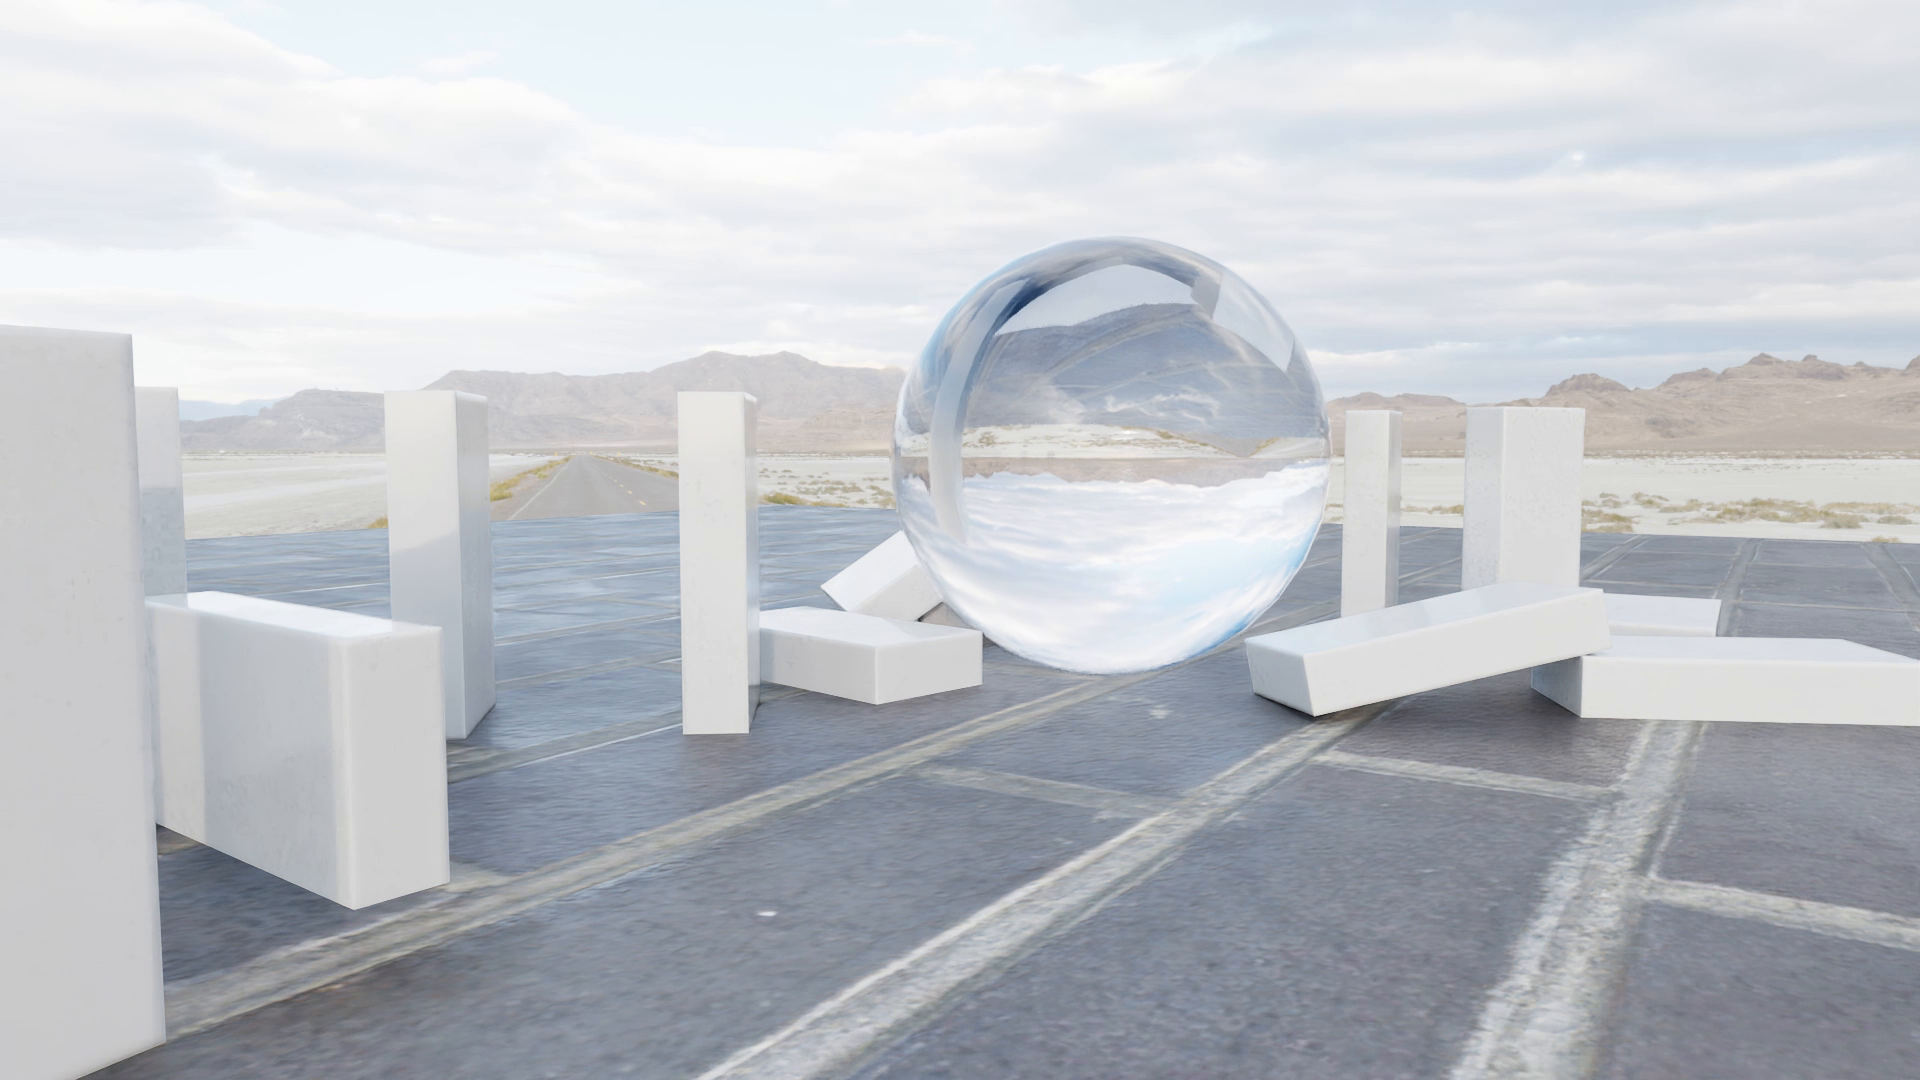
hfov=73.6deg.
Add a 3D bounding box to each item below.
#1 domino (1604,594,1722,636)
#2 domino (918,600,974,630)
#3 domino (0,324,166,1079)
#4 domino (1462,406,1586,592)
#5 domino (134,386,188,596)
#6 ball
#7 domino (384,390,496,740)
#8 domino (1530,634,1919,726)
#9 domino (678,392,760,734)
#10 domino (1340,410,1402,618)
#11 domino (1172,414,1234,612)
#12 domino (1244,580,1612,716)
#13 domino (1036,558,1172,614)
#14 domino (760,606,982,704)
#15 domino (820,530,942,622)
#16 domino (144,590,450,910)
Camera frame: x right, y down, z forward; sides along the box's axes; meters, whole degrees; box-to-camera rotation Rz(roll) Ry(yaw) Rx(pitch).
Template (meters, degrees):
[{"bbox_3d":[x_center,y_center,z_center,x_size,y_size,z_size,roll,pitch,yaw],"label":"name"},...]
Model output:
[{"bbox_3d":[0.138,0.018,0.258,0.025,0.010,0.050,3,5,32],"label":"domino"},{"bbox_3d":[0.007,0.009,0.314,0.025,0.010,0.050,1,17,10],"label":"domino"},{"bbox_3d":[-0.066,0.012,0.081,0.010,0.050,0.025,2,5,27],"label":"domino"},{"bbox_3d":[0.119,-0.003,0.270,0.025,0.050,0.010,-2,5,-29],"label":"domino"},{"bbox_3d":[-0.116,0.004,0.178,0.010,0.050,0.025,-4,6,-43],"label":"domino"},{"bbox_3d":[0.027,-0.015,0.237,0.080,0.080,0.080,0,4,0],"label":"ball"},{"bbox_3d":[-0.078,0.003,0.195,0.010,0.050,0.025,-1,4,-10],"label":"domino"},{"bbox_3d":[0.123,0.022,0.209,0.050,0.009,0.025,1,4,7],"label":"domino"},{"bbox_3d":[-0.037,0.003,0.199,0.010,0.050,0.025,0,4,-5],"label":"domino"},{"bbox_3d":[0.097,-0.005,0.301,0.010,0.050,0.025,2,5,25],"label":"domino"},{"bbox_3d":[0.064,-0.008,0.335,0.010,0.050,0.025,2,5,25],"label":"domino"},{"bbox_3d":[0.075,0.017,0.210,0.050,0.009,0.025,-11,3,-8],"label":"domino"},{"bbox_3d":[0.042,0.012,0.347,0.025,0.009,0.050,4,6,44],"label":"domino"},{"bbox_3d":[-0.023,0.020,0.236,0.050,0.010,0.025,4,6,44],"label":"domino"},{"bbox_3d":[-0.016,0.010,0.291,0.025,0.010,0.050,-35,11,-8],"label":"domino"},{"bbox_3d":[-0.072,0.020,0.135,0.050,0.025,0.010,3,5,38],"label":"domino"}]
